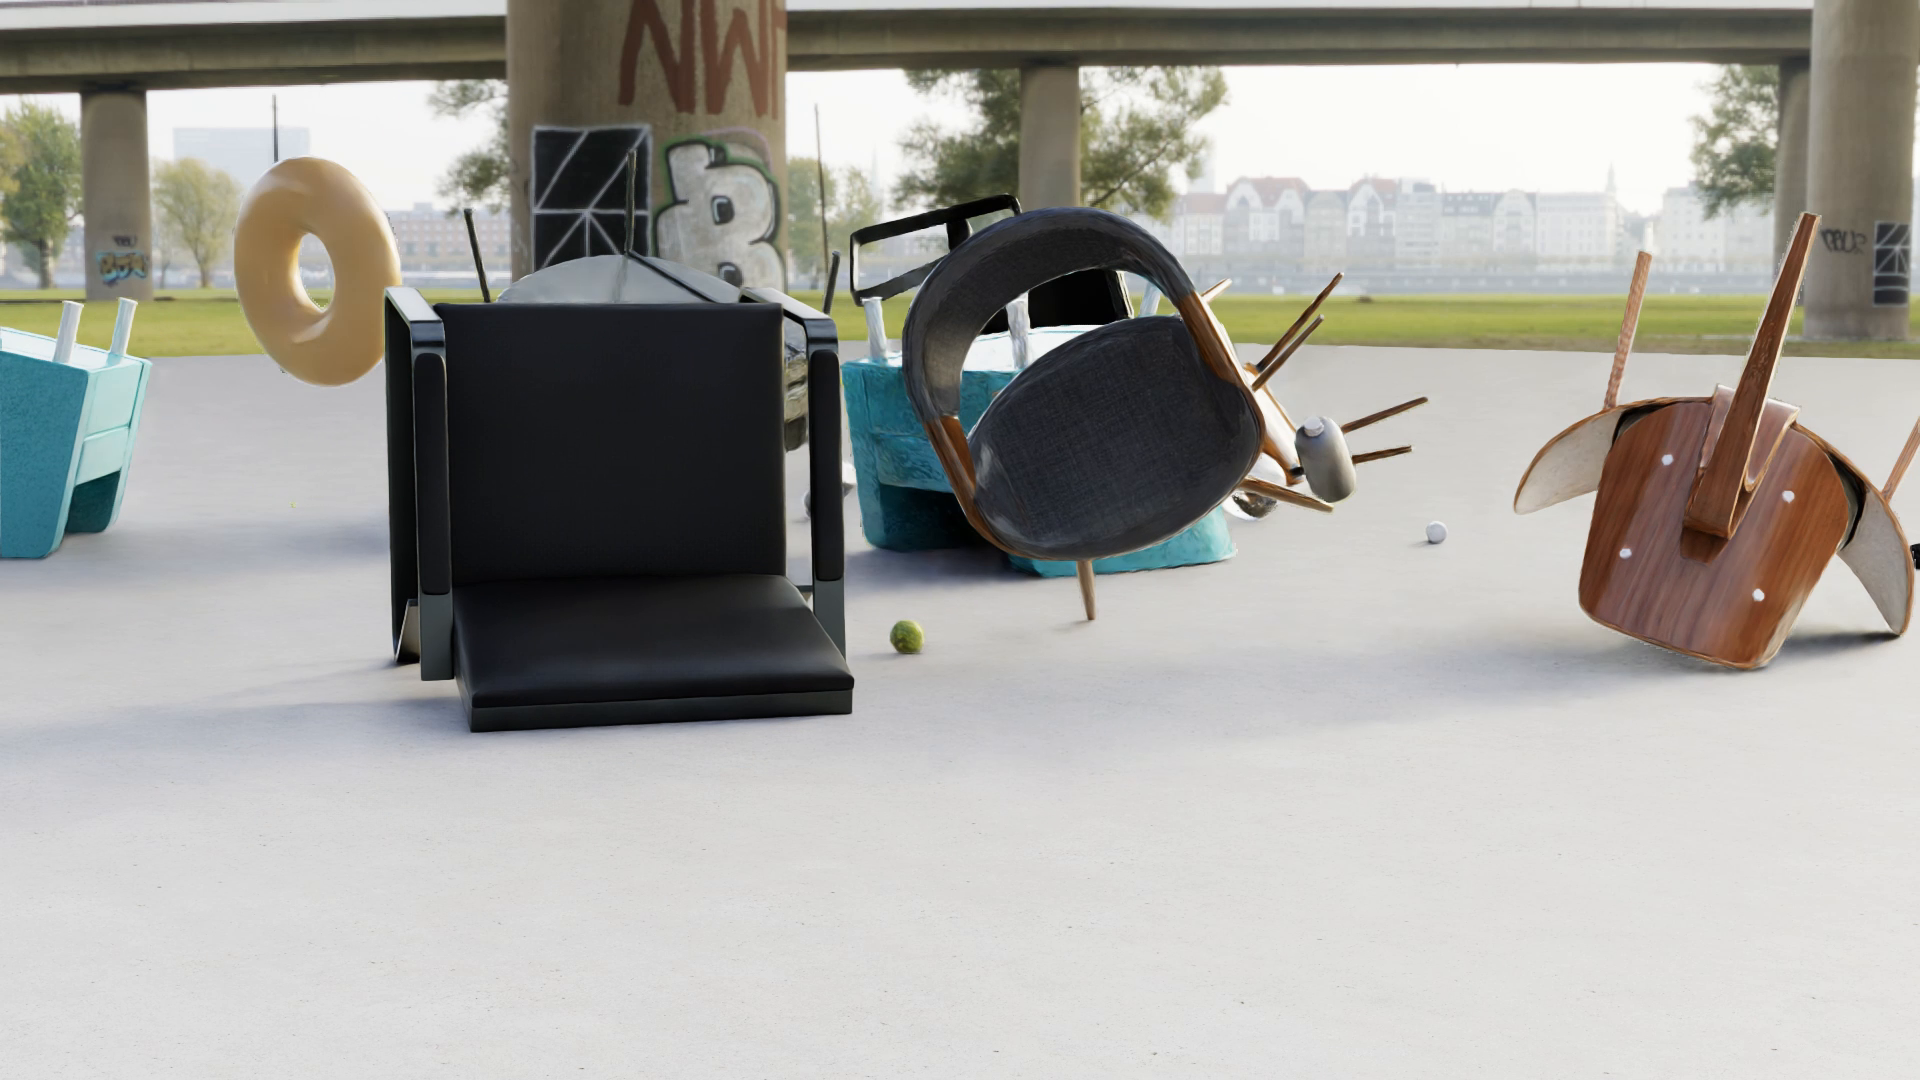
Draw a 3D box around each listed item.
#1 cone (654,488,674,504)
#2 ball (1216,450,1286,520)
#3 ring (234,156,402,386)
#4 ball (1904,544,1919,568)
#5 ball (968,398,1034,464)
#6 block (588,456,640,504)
[{"bbox_3d":[-0.875,-0.121,7.474,0.062,0.047,0.063,3,-18,-41],"label":"cone"},{"bbox_3d":[0.786,-0.146,6.912,0.188,0.188,0.188,0,6,0],"label":"ball"},{"bbox_3d":[-1.448,-0.603,5.771,0.506,0.522,0.125,11,18,33],"label":"ring"},{"bbox_3d":[2.162,0.036,5.788,0.057,0.057,0.057,0,6,0],"label":"ball"},{"bbox_3d":[0.141,-0.378,8.961,0.229,0.229,0.229,0,6,0],"label":"ball"},{"bbox_3d":[-1.011,-0.177,7.488,0.069,0.111,0.094,37,-13,-28],"label":"block"}]
